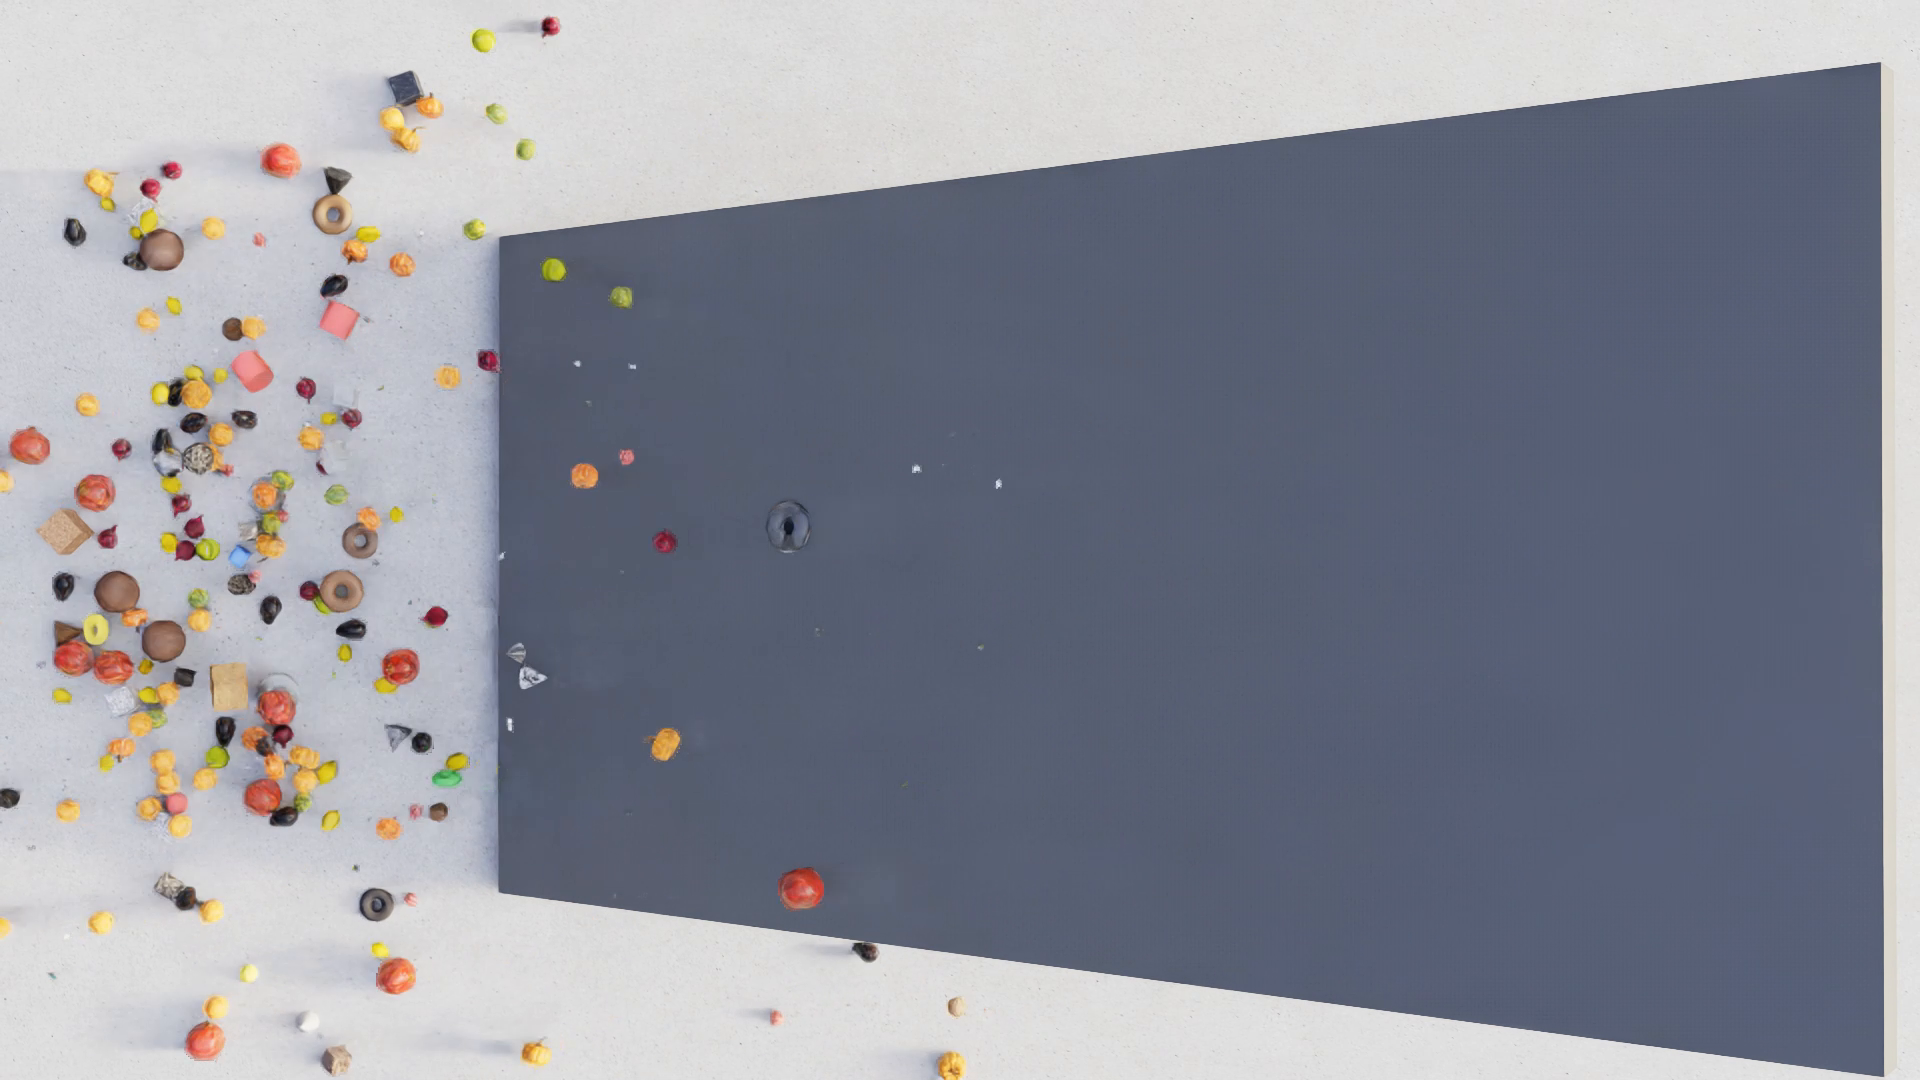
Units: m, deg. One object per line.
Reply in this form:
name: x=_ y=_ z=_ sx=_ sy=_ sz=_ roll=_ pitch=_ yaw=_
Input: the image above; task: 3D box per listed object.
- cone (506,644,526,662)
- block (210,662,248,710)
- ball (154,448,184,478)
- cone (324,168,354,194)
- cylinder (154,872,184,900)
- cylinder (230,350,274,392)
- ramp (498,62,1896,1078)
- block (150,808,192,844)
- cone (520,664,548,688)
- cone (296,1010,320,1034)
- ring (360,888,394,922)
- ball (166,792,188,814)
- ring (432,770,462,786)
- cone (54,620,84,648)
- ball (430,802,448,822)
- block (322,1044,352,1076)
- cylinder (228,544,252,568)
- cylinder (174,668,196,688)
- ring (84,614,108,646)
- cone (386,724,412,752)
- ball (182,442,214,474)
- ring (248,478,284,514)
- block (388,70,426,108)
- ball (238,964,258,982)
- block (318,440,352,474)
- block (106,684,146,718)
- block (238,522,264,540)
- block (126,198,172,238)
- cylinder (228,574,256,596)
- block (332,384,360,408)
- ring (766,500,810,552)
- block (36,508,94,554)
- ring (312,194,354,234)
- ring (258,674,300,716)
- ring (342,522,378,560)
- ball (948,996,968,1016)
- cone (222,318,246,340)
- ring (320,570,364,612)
cone: x=-1.349 y=0.340 z=6.622 sx=0.057 sy=0.057 sz=0.057 roll=0 pitch=89 yaw=36
block: x=-2.215 y=0.444 z=6.666 sx=0.099 sy=0.099 sz=0.099 roll=-3 pitch=128 yaw=-23
ball: x=-2.393 y=-0.232 z=6.660 sx=0.088 sy=0.088 sz=0.088 roll=0 pitch=90 yaw=0
cone: x=-1.922 y=-1.086 z=6.770 sx=0.089 sy=0.089 sz=0.089 roll=21 pitch=116 yaw=0
cylinder: x=-2.425 y=1.062 z=6.742 sx=0.064 sy=0.064 sz=0.064 roll=33 pitch=90 yaw=1
cylinder: x=-2.164 y=-0.517 z=6.726 sx=0.092 sy=0.092 sz=0.092 roll=-39 pitch=75 yaw=0
ramp: x=0.236 y=0.066 z=5.556 sx=4.000 sy=0.100 sz=2.000 roll=0 pitch=89 yaw=36
block: x=-2.419 y=0.877 z=6.737 sx=0.077 sy=0.077 sz=0.077 roll=26 pitch=90 yaw=0
cone: x=-1.266 y=0.410 z=6.574 sx=0.077 sy=0.077 sz=0.077 roll=3 pitch=90 yaw=10
cone: x=-2.009 y=1.485 z=6.735 sx=0.072 sy=0.072 sz=0.072 roll=0 pitch=90 yaw=0
ring: x=-1.792 y=1.121 z=6.757 sx=0.104 sy=0.035 sz=0.104 roll=0 pitch=90 yaw=0
ball: x=-2.399 y=0.807 z=6.739 sx=0.066 sy=0.066 sz=0.066 roll=0 pitch=90 yaw=0
ring: x=-1.571 y=0.731 z=6.733 sx=0.087 sy=0.087 sz=0.029 roll=1 pitch=106 yaw=0
cone: x=-2.734 y=0.283 z=6.761 sx=0.086 sy=0.086 sz=0.086 roll=-7 pitch=90 yaw=-27
ball: x=-1.599 y=0.835 z=6.747 sx=0.058 sy=0.058 sz=0.058 roll=0 pitch=90 yaw=0
block: x=-1.905 y=1.589 z=6.722 sx=0.058 sy=0.058 sz=0.058 roll=38 pitch=116 yaw=37
cylinder: x=-2.214 y=0.050 z=6.756 sx=0.052 sy=0.052 sz=0.052 roll=38 pitch=90 yaw=0
cylinder: x=-2.376 y=0.420 z=6.733 sx=0.052 sy=0.052 sz=0.052 roll=13 pitch=90 yaw=-11
ring: x=-2.645 y=0.274 z=6.733 sx=0.098 sy=0.033 sz=0.098 roll=1 pitch=92 yaw=29
cone: x=-1.729 y=0.613 z=6.737 sx=0.082 sy=0.082 sz=0.082 roll=15 pitch=91 yaw=0
ball: x=-2.287 y=-0.245 z=6.601 sx=0.093 sy=0.093 sz=0.093 roll=0 pitch=90 yaw=0
ring: x=-2.133 y=-0.134 z=6.764 sx=0.113 sy=0.038 sz=0.113 roll=0 pitch=89 yaw=1
block: x=-1.698 y=-1.386 z=6.754 sx=0.077 sy=0.077 sz=0.077 roll=-20 pitch=90 yaw=0
ball: x=-2.183 y=1.328 z=6.745 sx=0.055 sy=0.055 sz=0.055 roll=0 pitch=90 yaw=0
block: x=-1.906 y=-0.252 z=6.705 sx=0.066 sy=0.066 sz=0.066 roll=52 pitch=133 yaw=16
block: x=-2.557 y=0.492 z=6.739 sx=0.076 sy=0.076 sz=0.076 roll=-24 pitch=91 yaw=0
block: x=-2.178 y=-0.028 z=6.755 sx=0.054 sy=0.054 sz=0.054 roll=-5 pitch=90 yaw=0
block: x=-2.487 y=-0.988 z=6.748 sx=0.082 sy=0.082 sz=0.082 roll=44 pitch=90 yaw=0
cylinder: x=-2.205 y=0.138 z=6.748 sx=0.062 sy=0.062 sz=0.062 roll=0 pitch=89 yaw=4
block: x=-1.887 y=-0.441 z=6.756 sx=0.059 sy=0.059 sz=0.059 roll=7 pitch=90 yaw=0
ring: x=-0.466 y=-0.037 z=5.982 sx=0.143 sy=0.048 sz=0.143 roll=-1 pitch=89 yaw=35
block: x=-2.739 y=-0.026 z=6.733 sx=0.099 sy=0.099 sz=0.099 roll=-43 pitch=90 yaw=0
ring: x=-1.930 y=-1.002 z=6.769 sx=0.125 sy=0.042 sz=0.125 roll=0 pitch=91 yaw=0
ring: x=-2.094 y=0.474 z=6.756 sx=0.130 sy=0.043 sz=0.130 roll=0 pitch=88 yaw=-5
ring: x=-1.844 y=0.003 z=6.764 sx=0.113 sy=0.038 sz=0.113 roll=0 pitch=90 yaw=1
ball: x=-0.007 y=1.274 z=6.004 sx=0.054 sy=0.054 sz=0.054 roll=0 pitch=90 yaw=0
cone: x=-2.242 y=-0.651 z=6.751 sx=0.072 sy=0.072 sz=0.072 roll=0 pitch=90 yaw=0
ring: x=-1.884 y=0.156 z=6.700 sx=0.131 sy=0.044 sz=0.131 roll=0 pitch=94 yaw=-3
